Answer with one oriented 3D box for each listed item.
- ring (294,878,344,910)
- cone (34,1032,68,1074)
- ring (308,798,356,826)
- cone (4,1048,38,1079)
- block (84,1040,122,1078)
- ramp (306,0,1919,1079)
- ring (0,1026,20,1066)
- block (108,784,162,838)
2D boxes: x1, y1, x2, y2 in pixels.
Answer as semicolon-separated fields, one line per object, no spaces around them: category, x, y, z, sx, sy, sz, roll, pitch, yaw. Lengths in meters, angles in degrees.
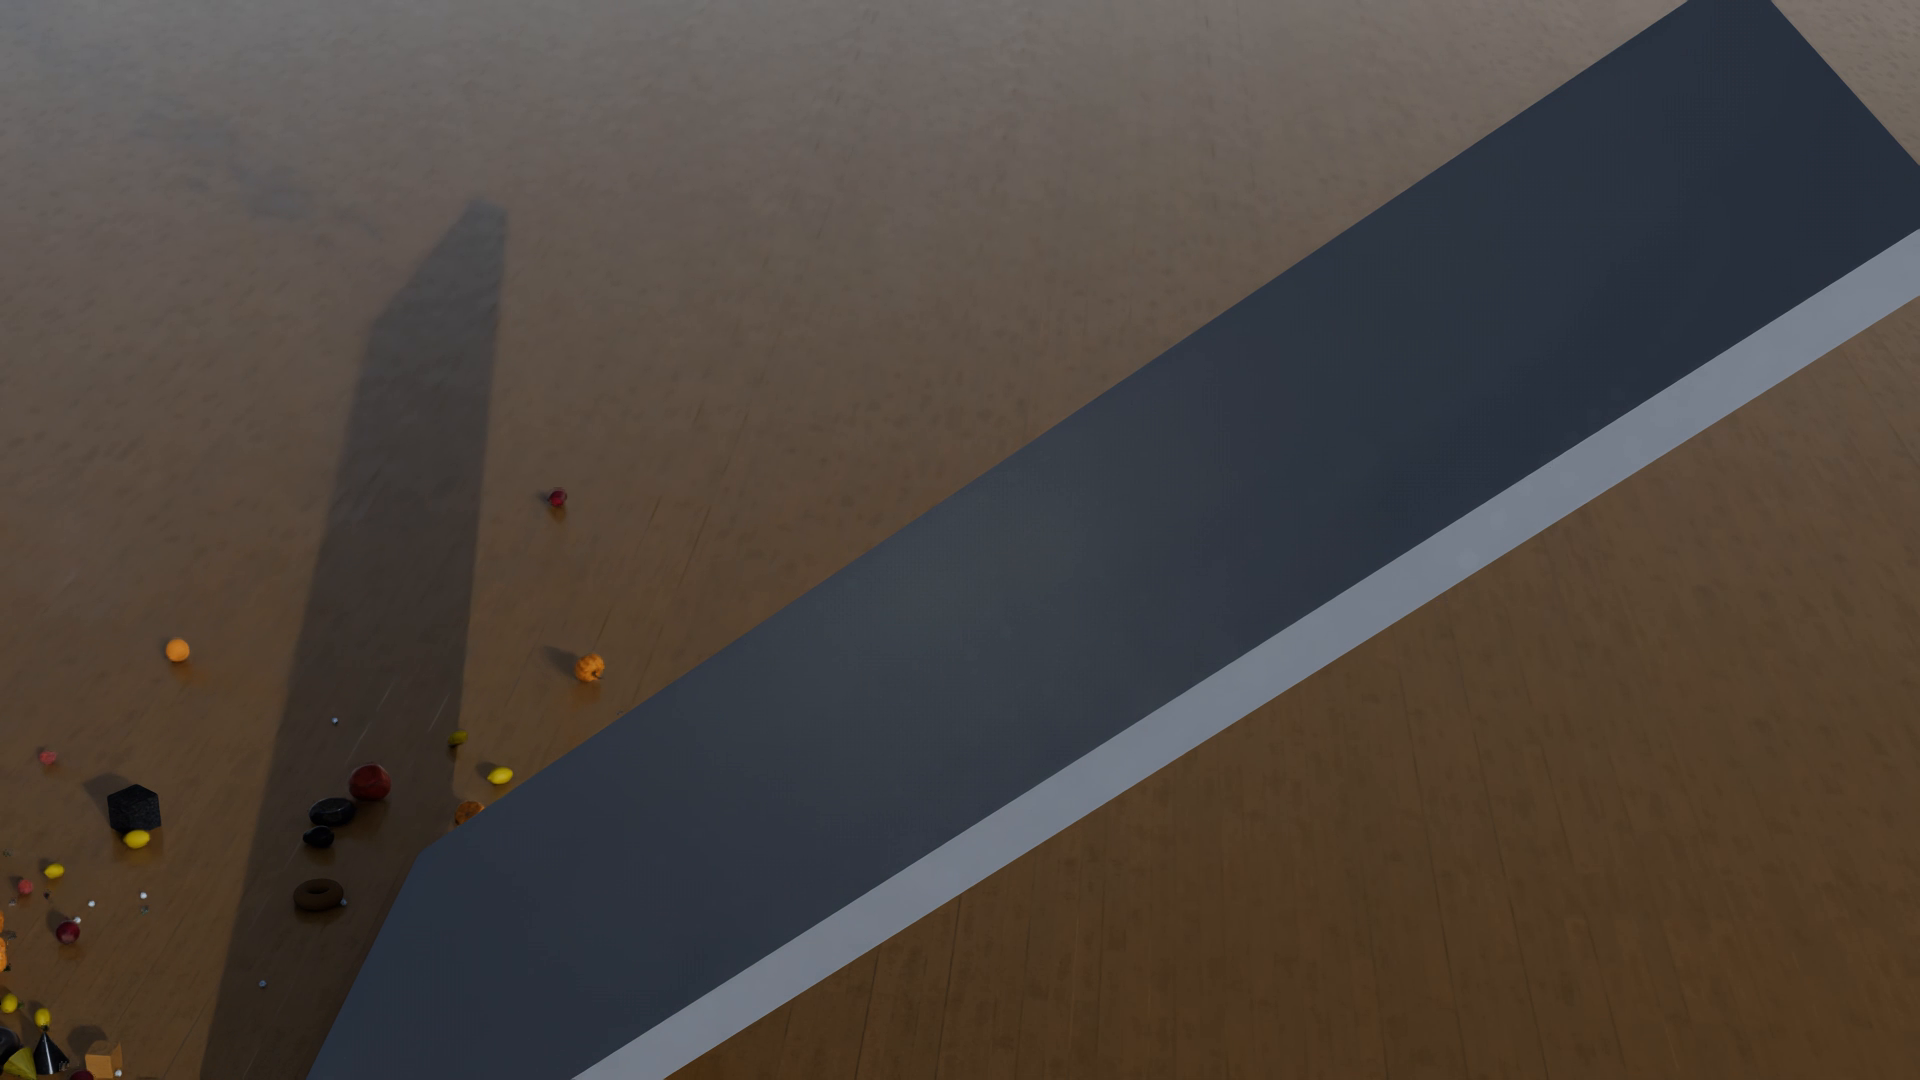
ring;-1.678;0.927;7.692;0.130;0.043;0.130;1;21;0
cone;-2.161;1.200;6.956;0.093;0.093;0.093;0;22;0
ring;-1.734;0.752;8.122;0.127;0.042;0.127;-1;22;1
cone;-2.189;1.249;6.911;0.080;0.080;0.080;41;38;19
block;-2.019;1.225;6.936;0.062;0.062;0.062;3;22;7
ramp;0.131;0.177;6.317;4.000;0.100;2.000;-34;16;16
ring;-2.313;1.207;6.998;0.148;0.049;0.148;1;23;0
block;-2.266;0.743;8.070;0.097;0.097;0.097;17;28;36
